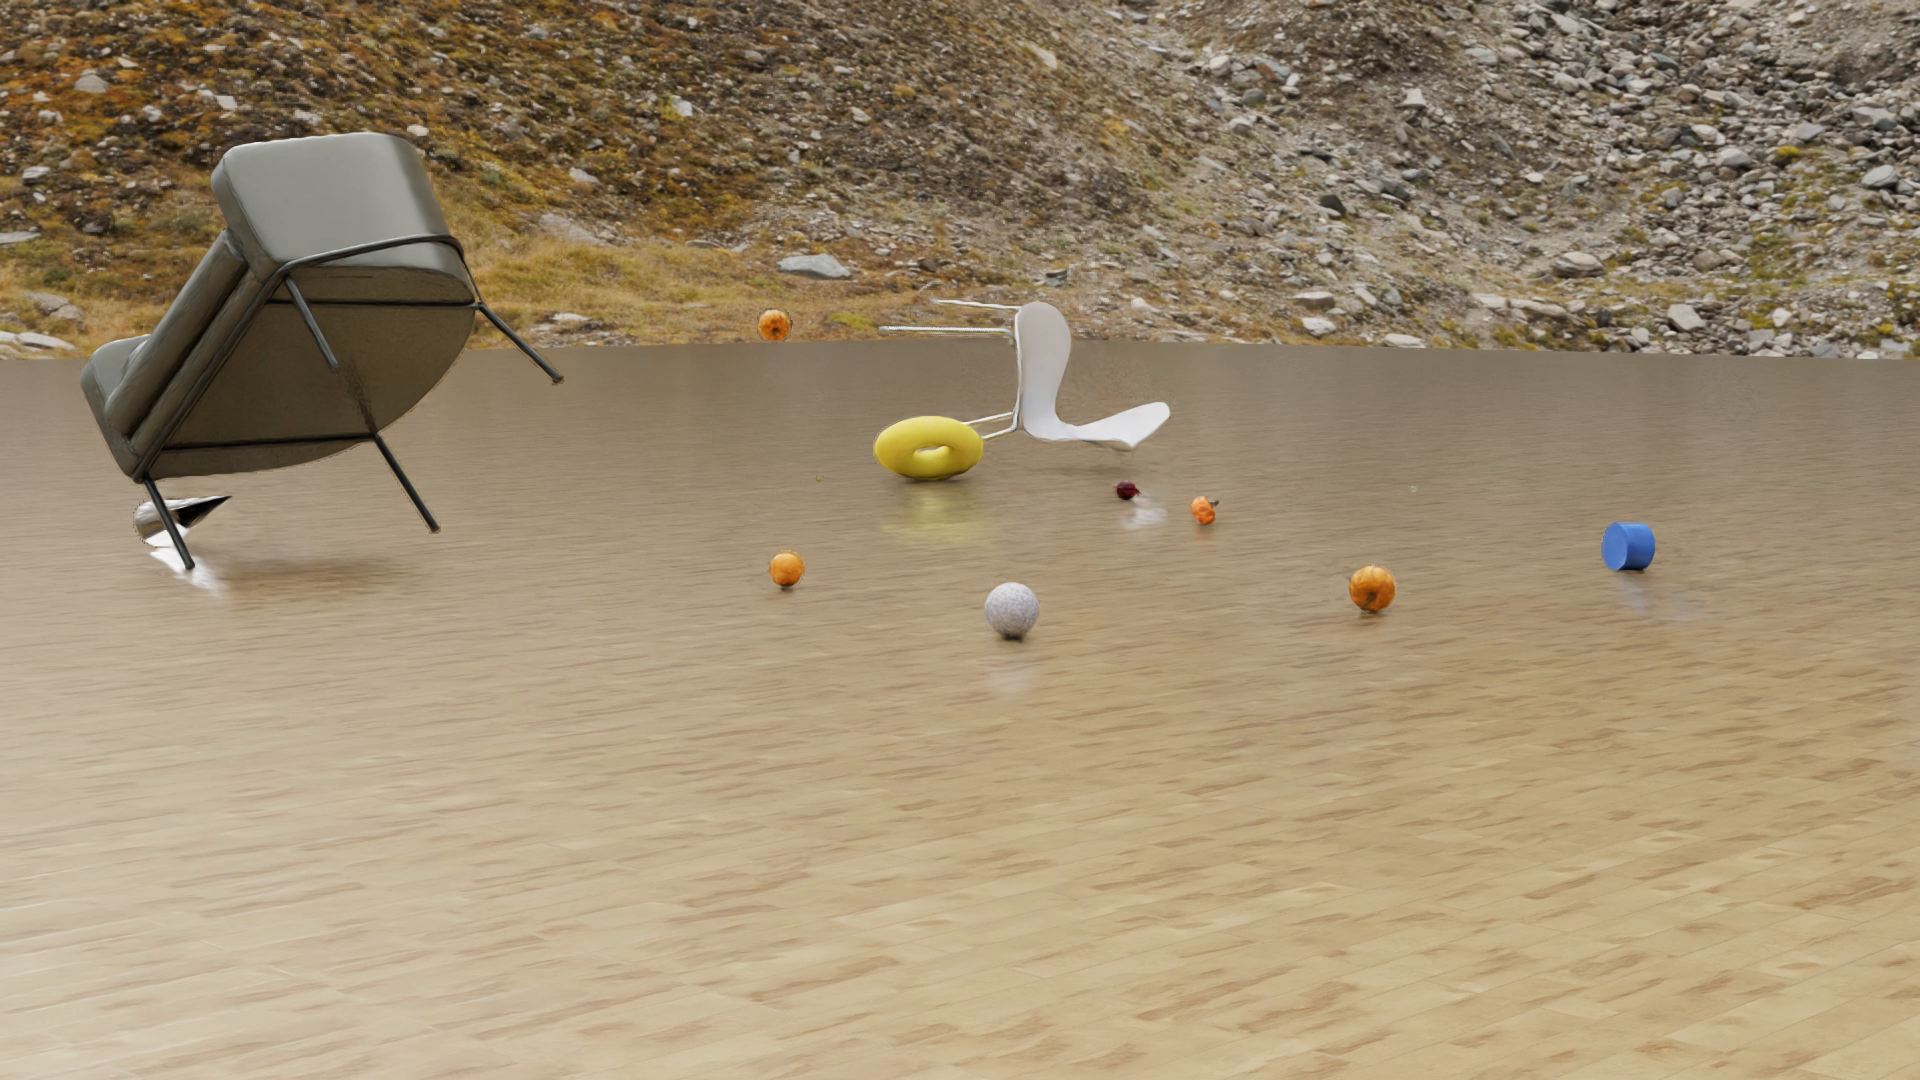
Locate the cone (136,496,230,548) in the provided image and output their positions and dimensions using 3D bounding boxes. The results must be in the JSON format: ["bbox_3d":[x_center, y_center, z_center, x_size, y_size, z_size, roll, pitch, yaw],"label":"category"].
[{"bbox_3d":[-1.851,-0.074,6.218,0.215,0.119,0.202,-19,3,17],"label":"cone"}]

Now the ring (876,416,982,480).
[{"bbox_3d":[-0.097,-0.296,8.280,0.405,0.235,0.105,4,45,-36],"label":"ring"}]

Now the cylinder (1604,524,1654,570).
[{"bbox_3d":[1.493,0.016,5.726,0.093,0.102,0.068,0,3,-37],"label":"cylinder"}]

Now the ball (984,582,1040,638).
[{"bbox_3d":[0.095,0.128,4.680,0.101,0.101,0.101,0,6,0],"label":"ball"}]
